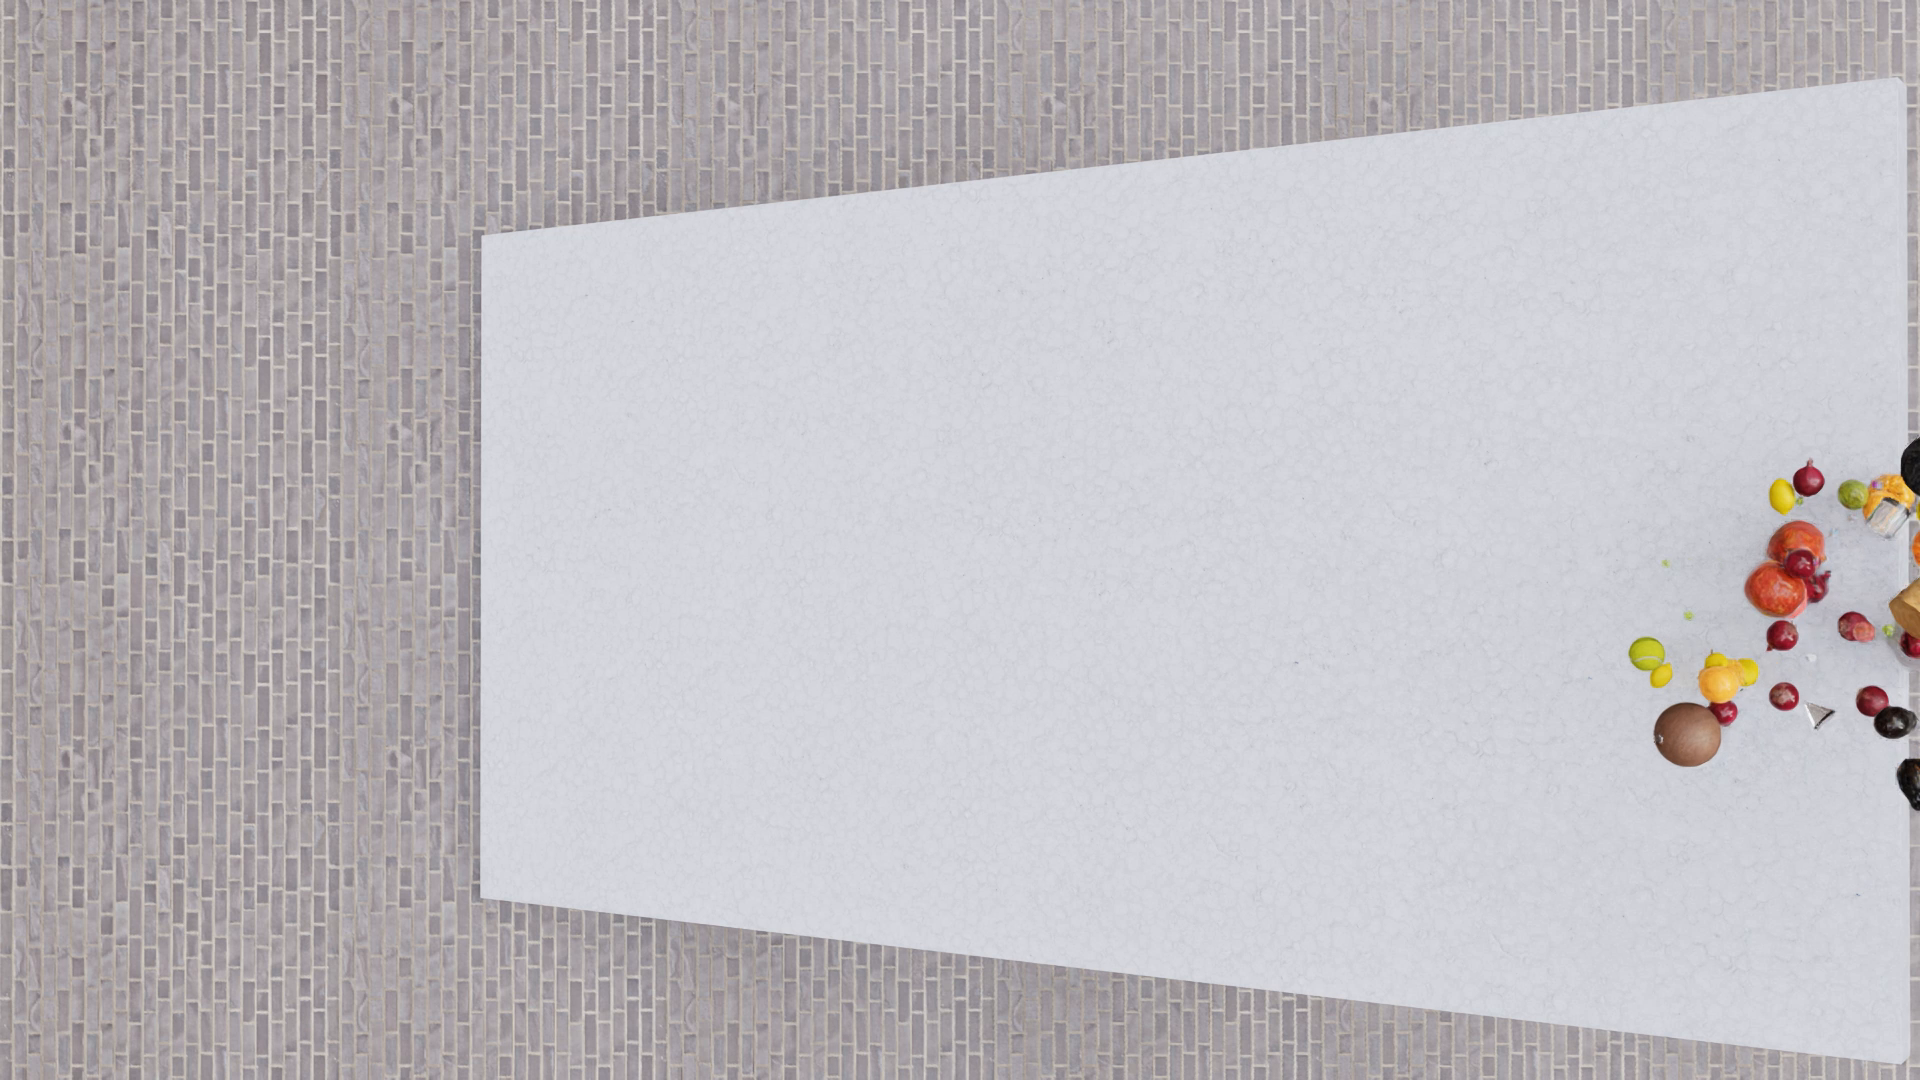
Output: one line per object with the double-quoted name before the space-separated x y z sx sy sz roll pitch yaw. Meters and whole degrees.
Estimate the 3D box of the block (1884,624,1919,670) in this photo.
"block" 1.932 0.205 4.422 0.081 0.081 0.081 -40 104 -18

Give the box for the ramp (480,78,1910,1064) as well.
"ramp" 0.256 0.070 5.590 4.000 0.100 2.000 0 89 33

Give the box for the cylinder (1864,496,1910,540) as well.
"cylinder" 1.656 -0.039 3.927 0.055 0.055 0.055 39 87 0

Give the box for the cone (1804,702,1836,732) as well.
"cone" 1.545 0.309 3.975 0.053 0.053 0.053 -41 63 0

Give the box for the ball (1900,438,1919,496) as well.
"ball" 1.463 -0.111 3.296 0.099 0.099 0.099 0 90 0

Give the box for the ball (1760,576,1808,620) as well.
"ball" 1.679 0.117 4.479 0.090 0.090 0.090 0 90 0
